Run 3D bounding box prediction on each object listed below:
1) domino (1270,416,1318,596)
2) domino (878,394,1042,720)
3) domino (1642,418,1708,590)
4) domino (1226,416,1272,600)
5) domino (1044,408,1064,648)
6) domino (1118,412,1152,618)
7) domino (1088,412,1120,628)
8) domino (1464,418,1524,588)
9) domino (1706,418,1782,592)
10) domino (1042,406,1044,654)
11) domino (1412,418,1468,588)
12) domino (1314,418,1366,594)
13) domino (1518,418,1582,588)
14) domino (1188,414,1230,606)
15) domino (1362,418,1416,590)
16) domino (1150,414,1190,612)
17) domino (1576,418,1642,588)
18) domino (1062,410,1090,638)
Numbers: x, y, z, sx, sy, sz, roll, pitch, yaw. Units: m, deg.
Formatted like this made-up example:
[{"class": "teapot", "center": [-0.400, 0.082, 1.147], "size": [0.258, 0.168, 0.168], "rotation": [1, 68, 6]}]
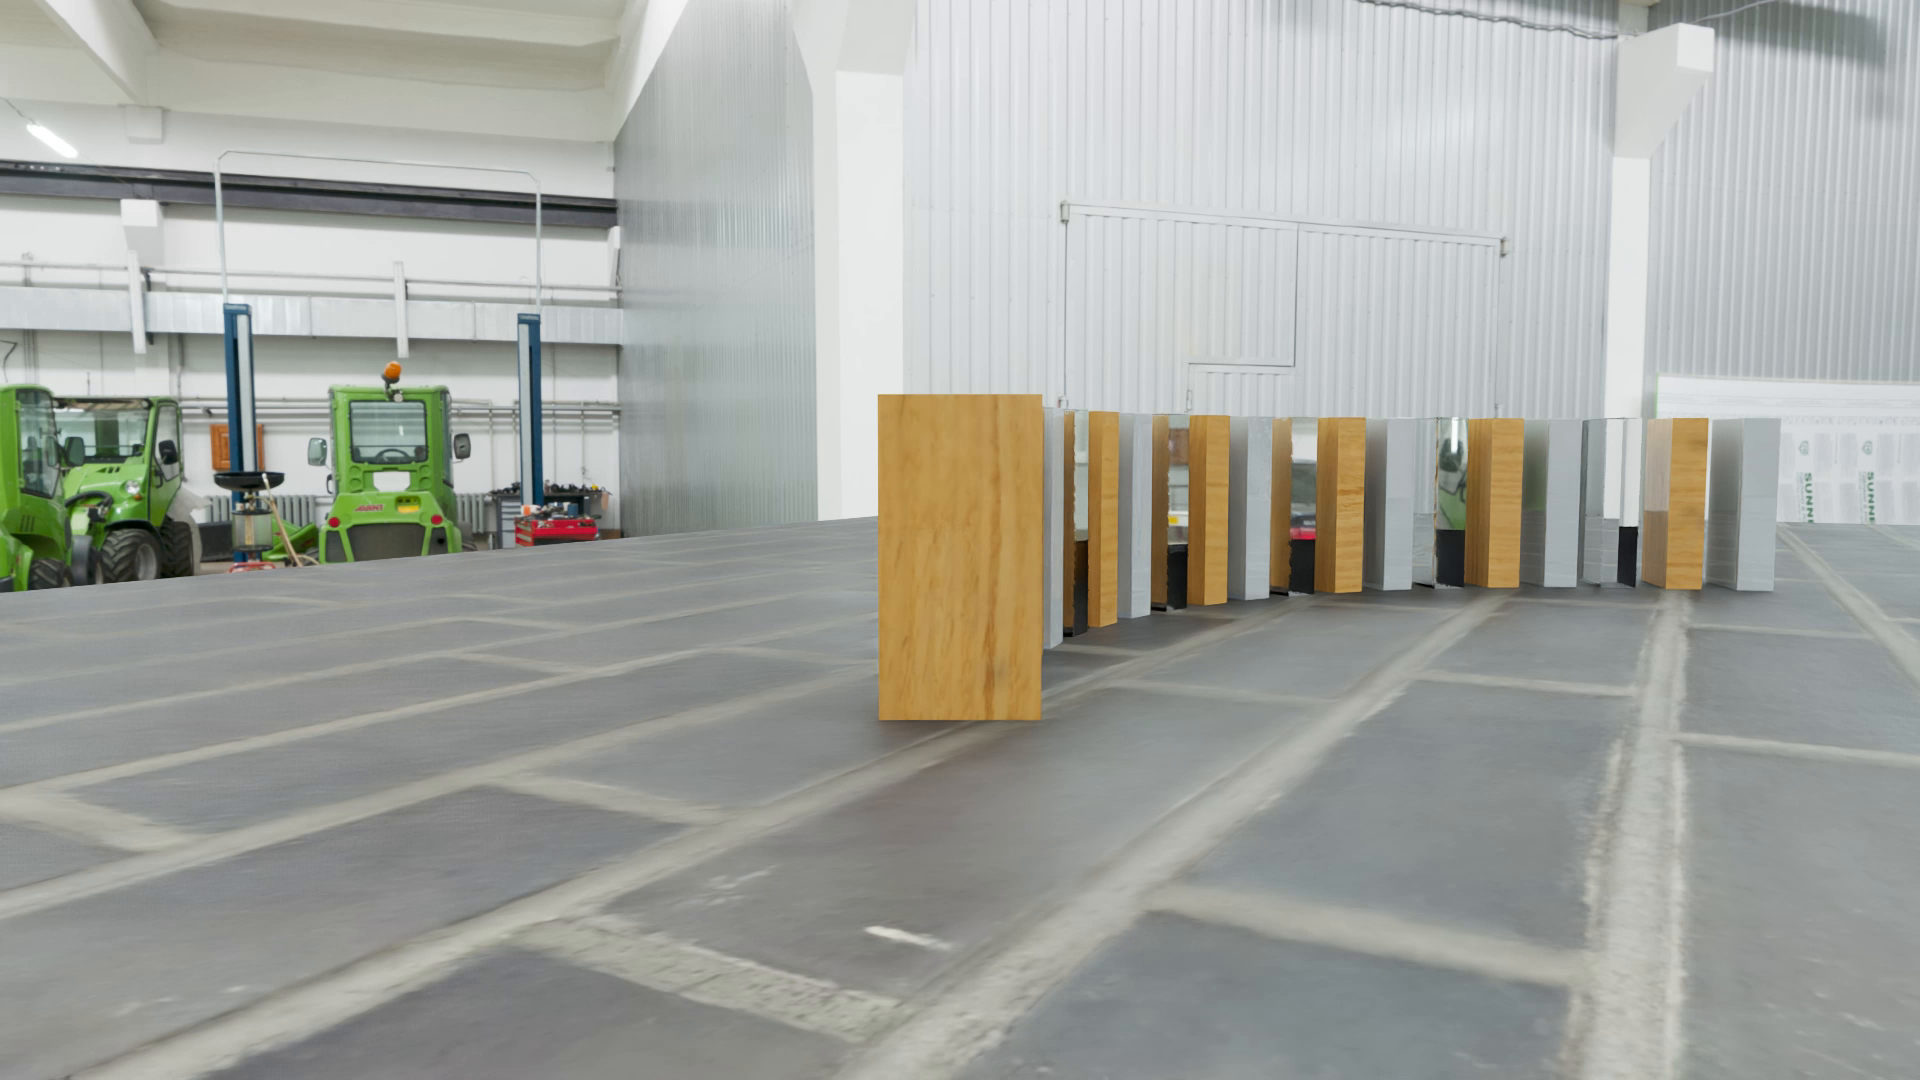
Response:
[{"class": "domino", "center": [0.090, -0.010, 0.370], "size": [0.010, 0.050, 0.025], "rotation": [-2, 5, -29]}, {"class": "domino", "center": [0.000, 0.002, 0.201], "size": [0.025, 0.050, 0.010], "rotation": [0, 4, 0]}, {"class": "domino", "center": [0.215, -0.011, 0.386], "size": [0.009, 0.050, 0.025], "rotation": [1, 4, 13]}, {"class": "domino", "center": [0.074, -0.009, 0.360], "size": [0.010, 0.050, 0.025], "rotation": [-3, 5, -35]}, {"class": "domino", "center": [0.009, -0.003, 0.273], "size": [0.025, 0.050, 0.009], "rotation": [1, 5, 19]}, {"class": "domino", "center": [0.035, -0.007, 0.322], "size": [0.025, 0.050, 0.010], "rotation": [3, 5, 37]}, {"class": "domino", "center": [0.024, -0.005, 0.307], "size": [0.025, 0.050, 0.009], "rotation": [3, 5, 31]}, {"class": "domino", "center": [0.160, -0.012, 0.391], "size": [0.010, 0.050, 0.025], "rotation": [0, 4, -5]}, {"class": "domino", "center": [0.233, -0.011, 0.382], "size": [0.009, 0.050, 0.025], "rotation": [1, 4, 11]}, {"class": "domino", "center": [0.004, -0.002, 0.256], "size": [0.025, 0.050, 0.010], "rotation": [1, 4, 13]}, {"class": "domino", "center": [0.142, -0.012, 0.389], "size": [0.009, 0.050, 0.025], "rotation": [-1, 4, -11]}, {"class": "domino", "center": [0.107, -0.011, 0.378], "size": [0.010, 0.050, 0.025], "rotation": [-2, 5, -23]}, {"class": "domino", "center": [0.179, -0.012, 0.392], "size": [0.009, 0.050, 0.025], "rotation": [0, 4, 1]}, {"class": "domino", "center": [0.060, -0.009, 0.349], "size": [0.010, 0.050, 0.025], "rotation": [-4, 6, -41]}, {"class": "domino", "center": [0.124, -0.011, 0.384], "size": [0.009, 0.050, 0.025], "rotation": [-1, 4, -17]}, {"class": "domino", "center": [0.047, -0.008, 0.336], "size": [0.025, 0.050, 0.010], "rotation": [4, 6, 43]}, {"class": "domino", "center": [0.197, -0.012, 0.390], "size": [0.009, 0.050, 0.025], "rotation": [1, 4, 9]}, {"class": "domino", "center": [0.016, -0.004, 0.290], "size": [0.025, 0.050, 0.010], "rotation": [2, 5, 25]}]
